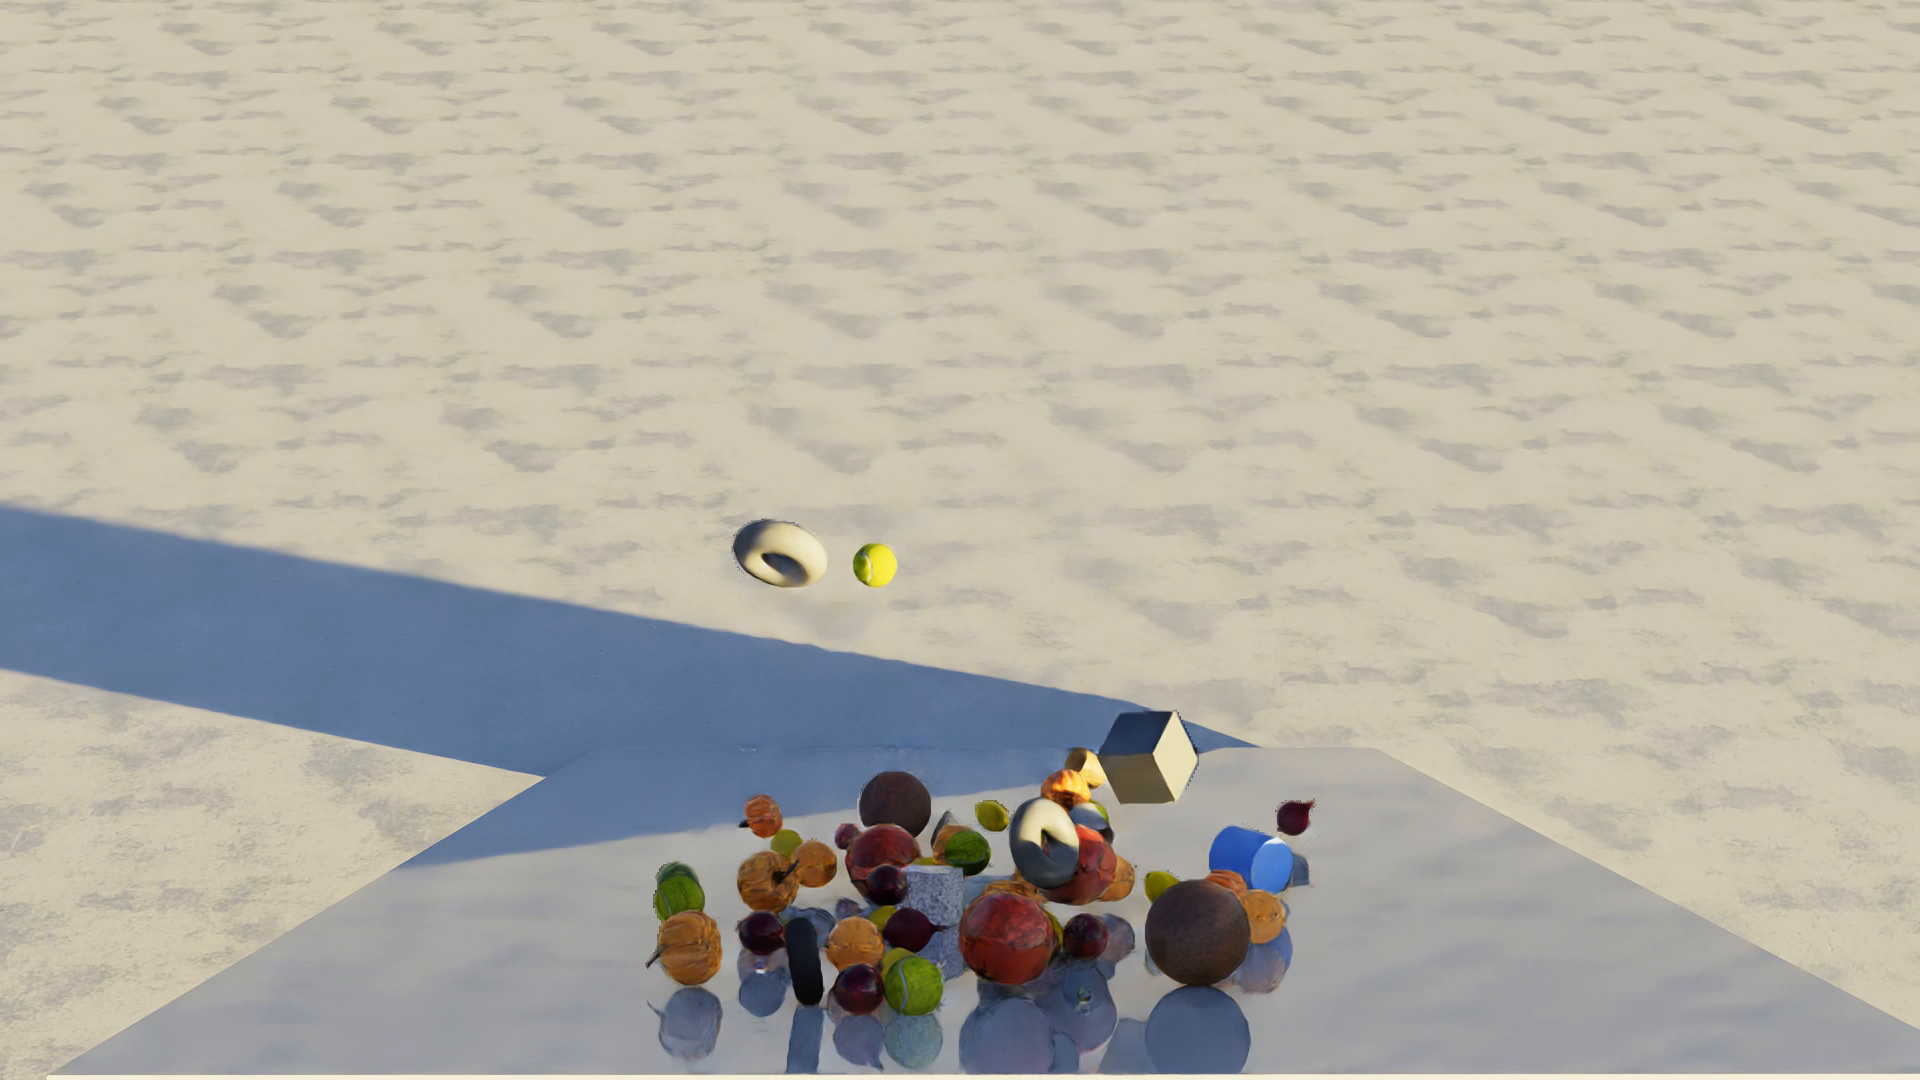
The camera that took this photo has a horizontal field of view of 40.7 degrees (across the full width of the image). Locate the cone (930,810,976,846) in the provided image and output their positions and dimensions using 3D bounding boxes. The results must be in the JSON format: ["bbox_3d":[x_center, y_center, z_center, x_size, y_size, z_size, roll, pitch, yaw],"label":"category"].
[{"bbox_3d":[-0.005,0.524,4.575,0.072,0.072,0.072,27,30,-5],"label":"cone"}]

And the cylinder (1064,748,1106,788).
[{"bbox_3d":[0.209,0.376,4.263,0.052,0.052,0.052,31,14,-31],"label":"cylinder"}]

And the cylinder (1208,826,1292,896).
[{"bbox_3d":[0.431,0.476,3.837,0.087,0.087,0.087,-23,21,-35],"label":"cylinder"}]

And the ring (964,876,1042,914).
[{"bbox_3d":[0.052,0.521,3.795,0.134,0.045,0.134,-1,1,0],"label":"ring"}]

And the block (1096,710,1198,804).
[{"bbox_3d":[0.273,0.318,3.771,0.094,0.094,0.094,-7,34,34],"label":"block"}]

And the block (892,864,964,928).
[{"bbox_3d":[-0.045,0.505,3.668,0.077,0.077,0.077,0,0,23],"label":"block"}]

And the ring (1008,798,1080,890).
[{"bbox_3d":[0.109,0.393,3.350,0.040,0.120,0.120,-19,15,37],"label":"ring"}]

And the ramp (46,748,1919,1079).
[{"bbox_3d":[0.066,0.590,4.642,2.000,0.100,4.000,0,0,0],"label":"ramp"}]

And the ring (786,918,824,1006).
[{"bbox_3d":[-0.183,0.496,3.042,0.035,0.104,0.104,-9,30,-4],"label":"ring"}]
